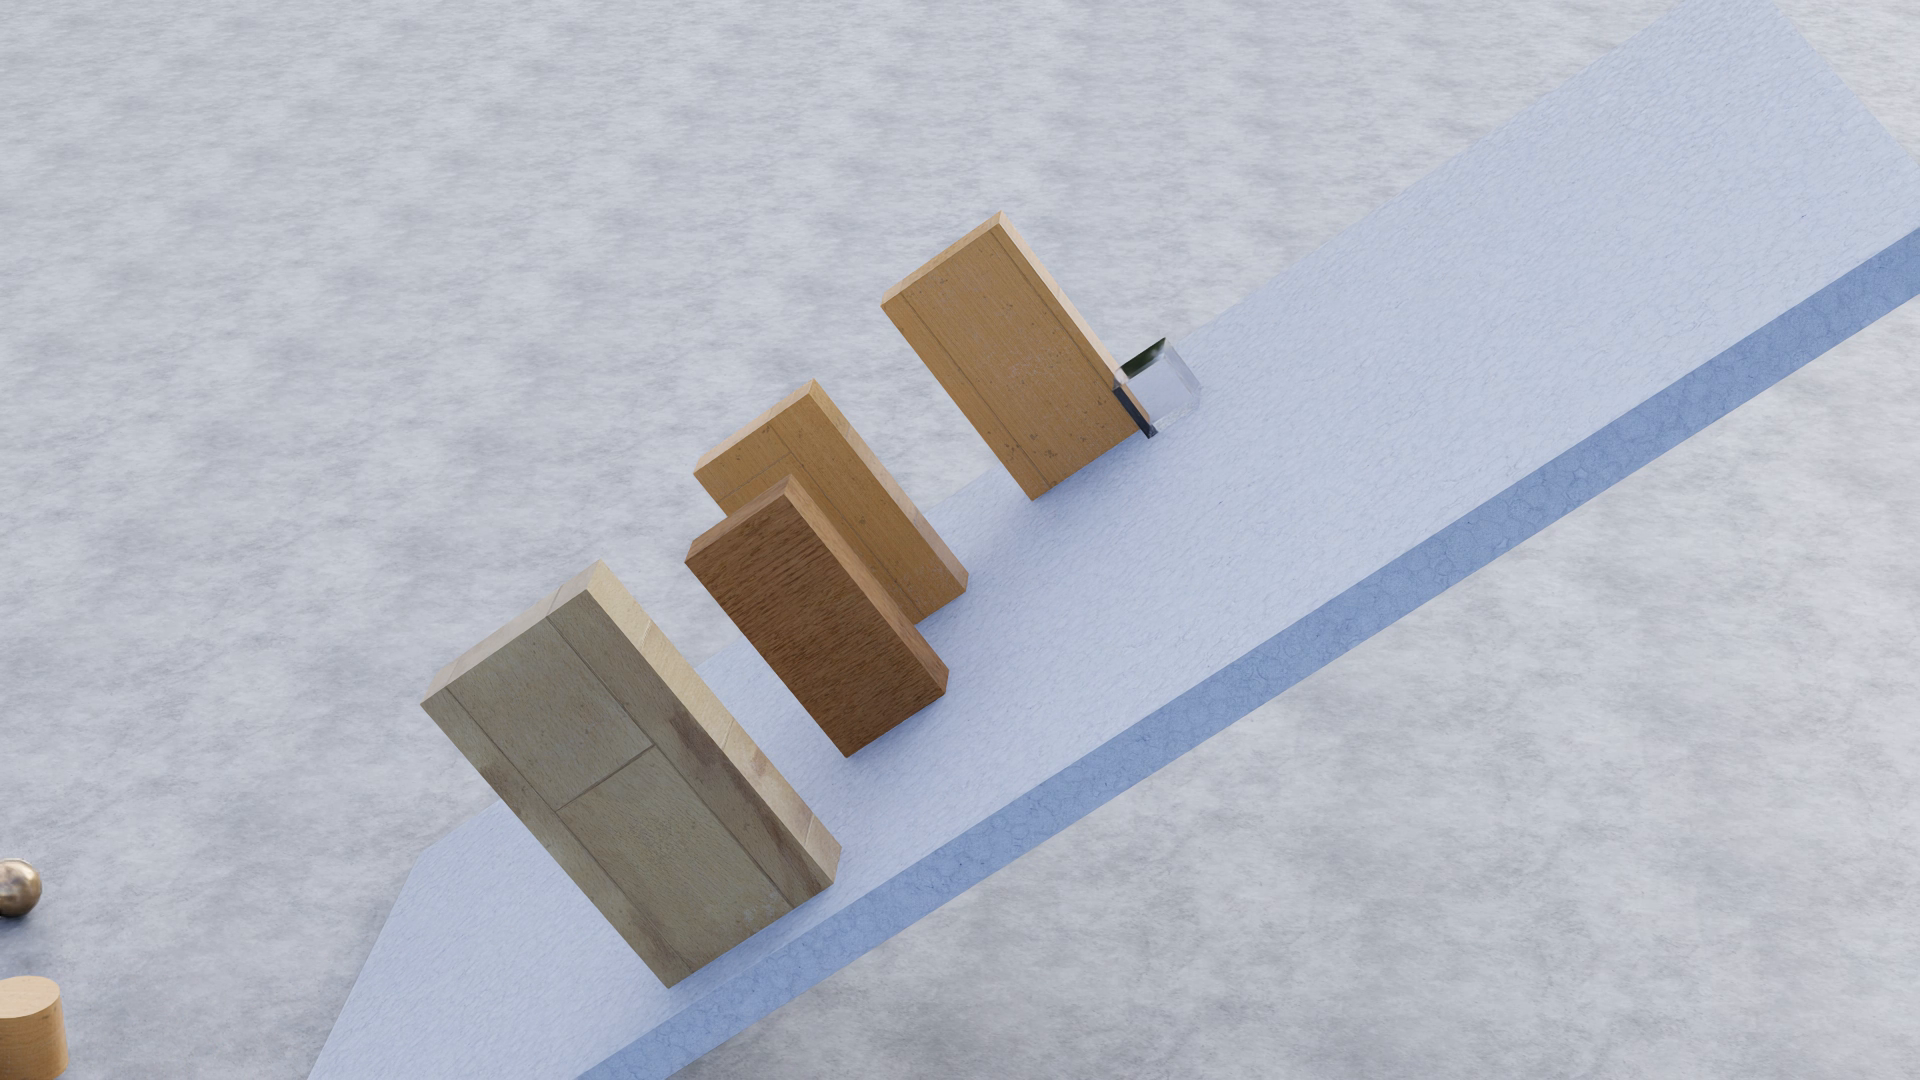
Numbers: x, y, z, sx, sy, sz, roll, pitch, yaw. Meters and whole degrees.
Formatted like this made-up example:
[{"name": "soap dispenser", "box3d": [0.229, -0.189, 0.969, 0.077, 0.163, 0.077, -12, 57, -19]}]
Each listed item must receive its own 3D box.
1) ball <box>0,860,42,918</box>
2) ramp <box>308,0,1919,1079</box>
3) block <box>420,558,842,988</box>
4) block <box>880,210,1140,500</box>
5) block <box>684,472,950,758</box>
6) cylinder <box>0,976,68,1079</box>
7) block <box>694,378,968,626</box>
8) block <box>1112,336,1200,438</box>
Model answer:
[{"name": "ball", "box3d": [-2.455, 0.903, 7.615, 0.150, 0.150, 0.150, 0, 22, 0]}, {"name": "ramp", "box3d": [0.131, 0.178, 6.318, 4.000, 0.100, 2.000, -34, 16, 16]}, {"name": "block", "box3d": [-0.622, 0.454, 5.630, 0.410, 0.747, 0.147, -34, 16, 16]}, {"name": "block", "box3d": [0.130, -0.418, 6.733, 0.335, 0.581, 0.105, -34, 16, 16]}, {"name": "block", "box3d": [-0.293, 0.160, 6.108, 0.261, 0.545, 0.118, -34, 16, 16]}, {"name": "cylinder", "box3d": [-2.210, 1.159, 6.935, 0.191, 0.191, 0.191, 0, 22, 0]}, {"name": "block", "box3d": [-0.286, -0.035, 6.589, 0.327, 0.575, 0.103, -34, 16, 16]}, {"name": "block", "box3d": [0.445, -0.344, 6.644, 0.140, 0.140, 0.140, -33, 16, 18]}]
